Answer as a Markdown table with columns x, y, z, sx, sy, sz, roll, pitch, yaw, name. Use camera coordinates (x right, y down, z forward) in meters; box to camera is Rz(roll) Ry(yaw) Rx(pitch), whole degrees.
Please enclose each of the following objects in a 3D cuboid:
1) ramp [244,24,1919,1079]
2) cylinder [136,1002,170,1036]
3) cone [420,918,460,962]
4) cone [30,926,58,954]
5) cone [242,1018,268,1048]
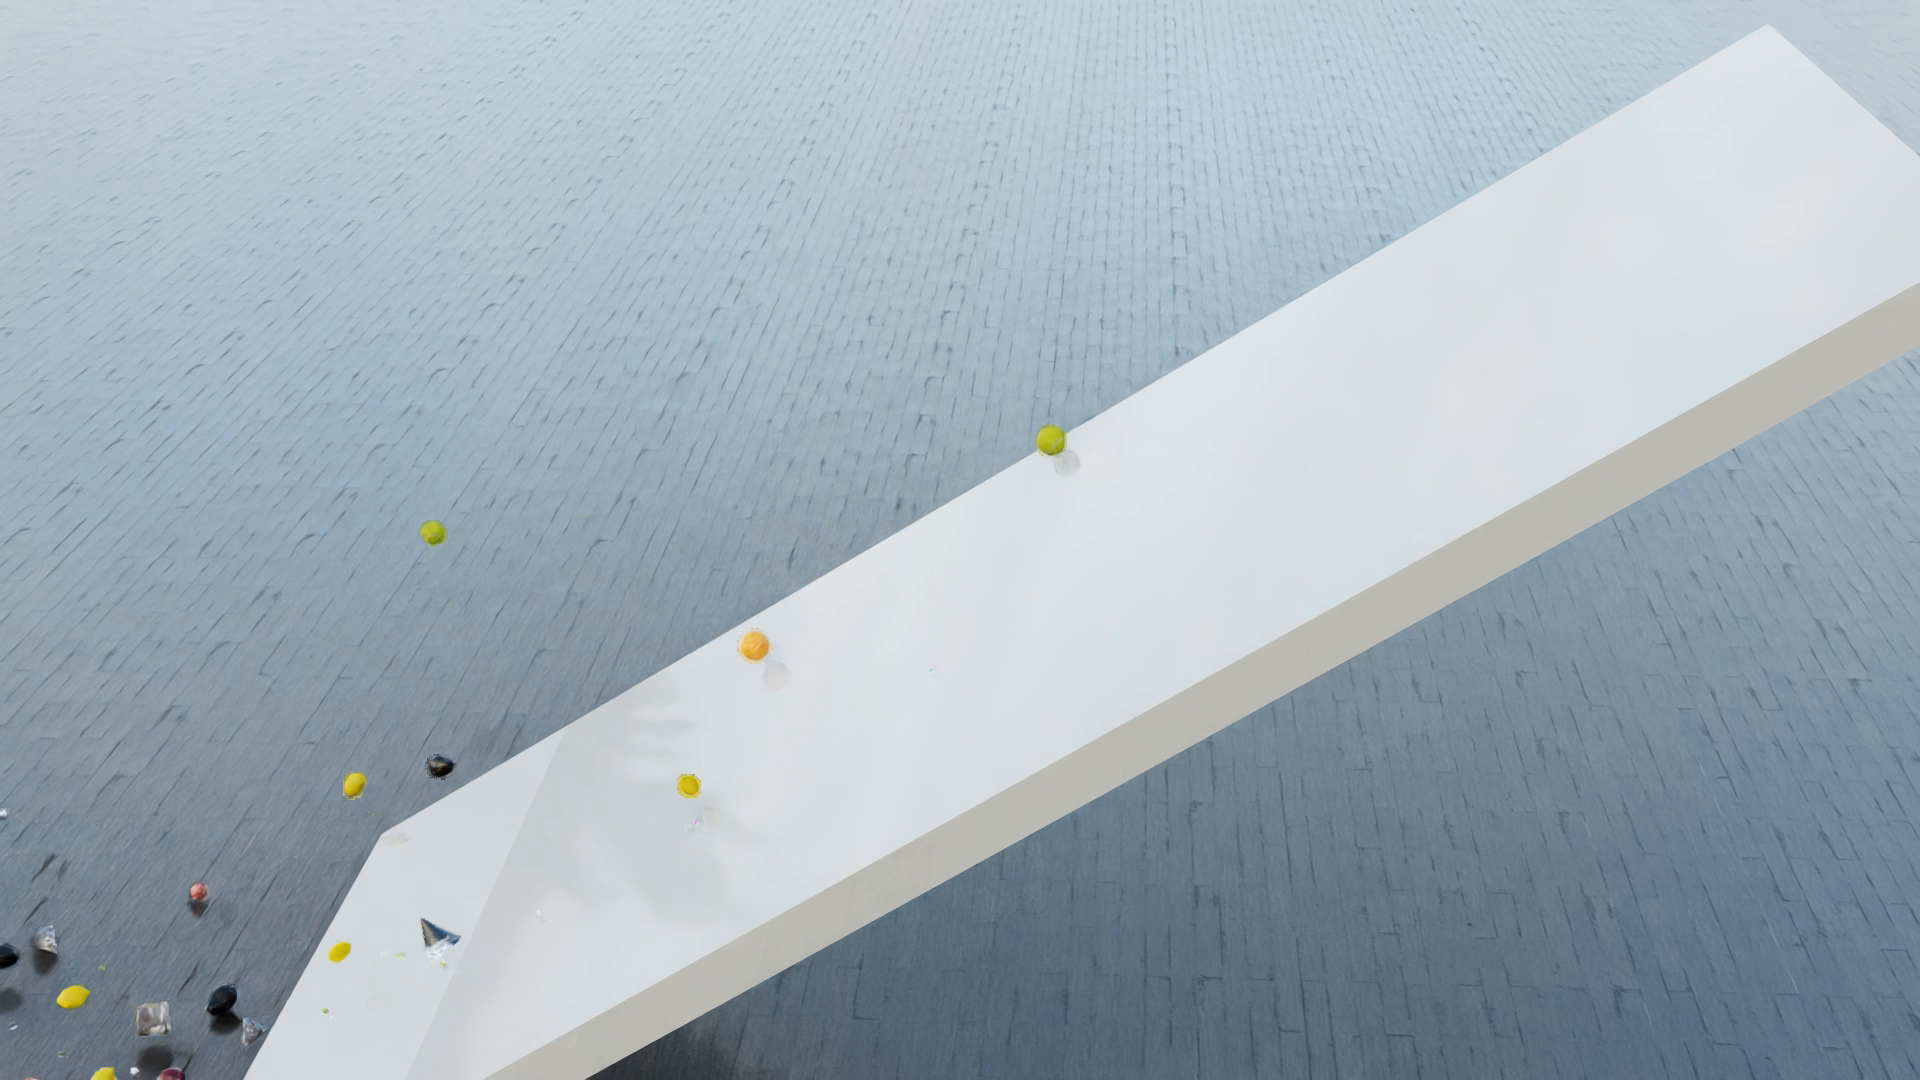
| x | y | z | sx | sy | sz | roll | pitch | yaw | name |
| --- | --- | --- | --- | --- | --- | --- | --- | --- | --- |
| 0.140 | 0.170 | 6.292 | 4.000 | 0.100 | 2.000 | -30 | 15 | 13 | ramp |
| -1.870 | 1.109 | 6.813 | 0.070 | 0.070 | 0.070 | -3 | 20 | -22 | cylinder |
| -1.163 | 0.865 | 6.474 | 0.088 | 0.088 | 0.088 | -31 | 15 | 9 | cone |
| -2.239 | 0.997 | 7.236 | 0.071 | 0.071 | 0.071 | 38 | 36 | 23 | cone |
| -1.624 | 1.133 | 6.719 | 0.061 | 0.061 | 0.061 | 27 | -1 | 0 | cone |
